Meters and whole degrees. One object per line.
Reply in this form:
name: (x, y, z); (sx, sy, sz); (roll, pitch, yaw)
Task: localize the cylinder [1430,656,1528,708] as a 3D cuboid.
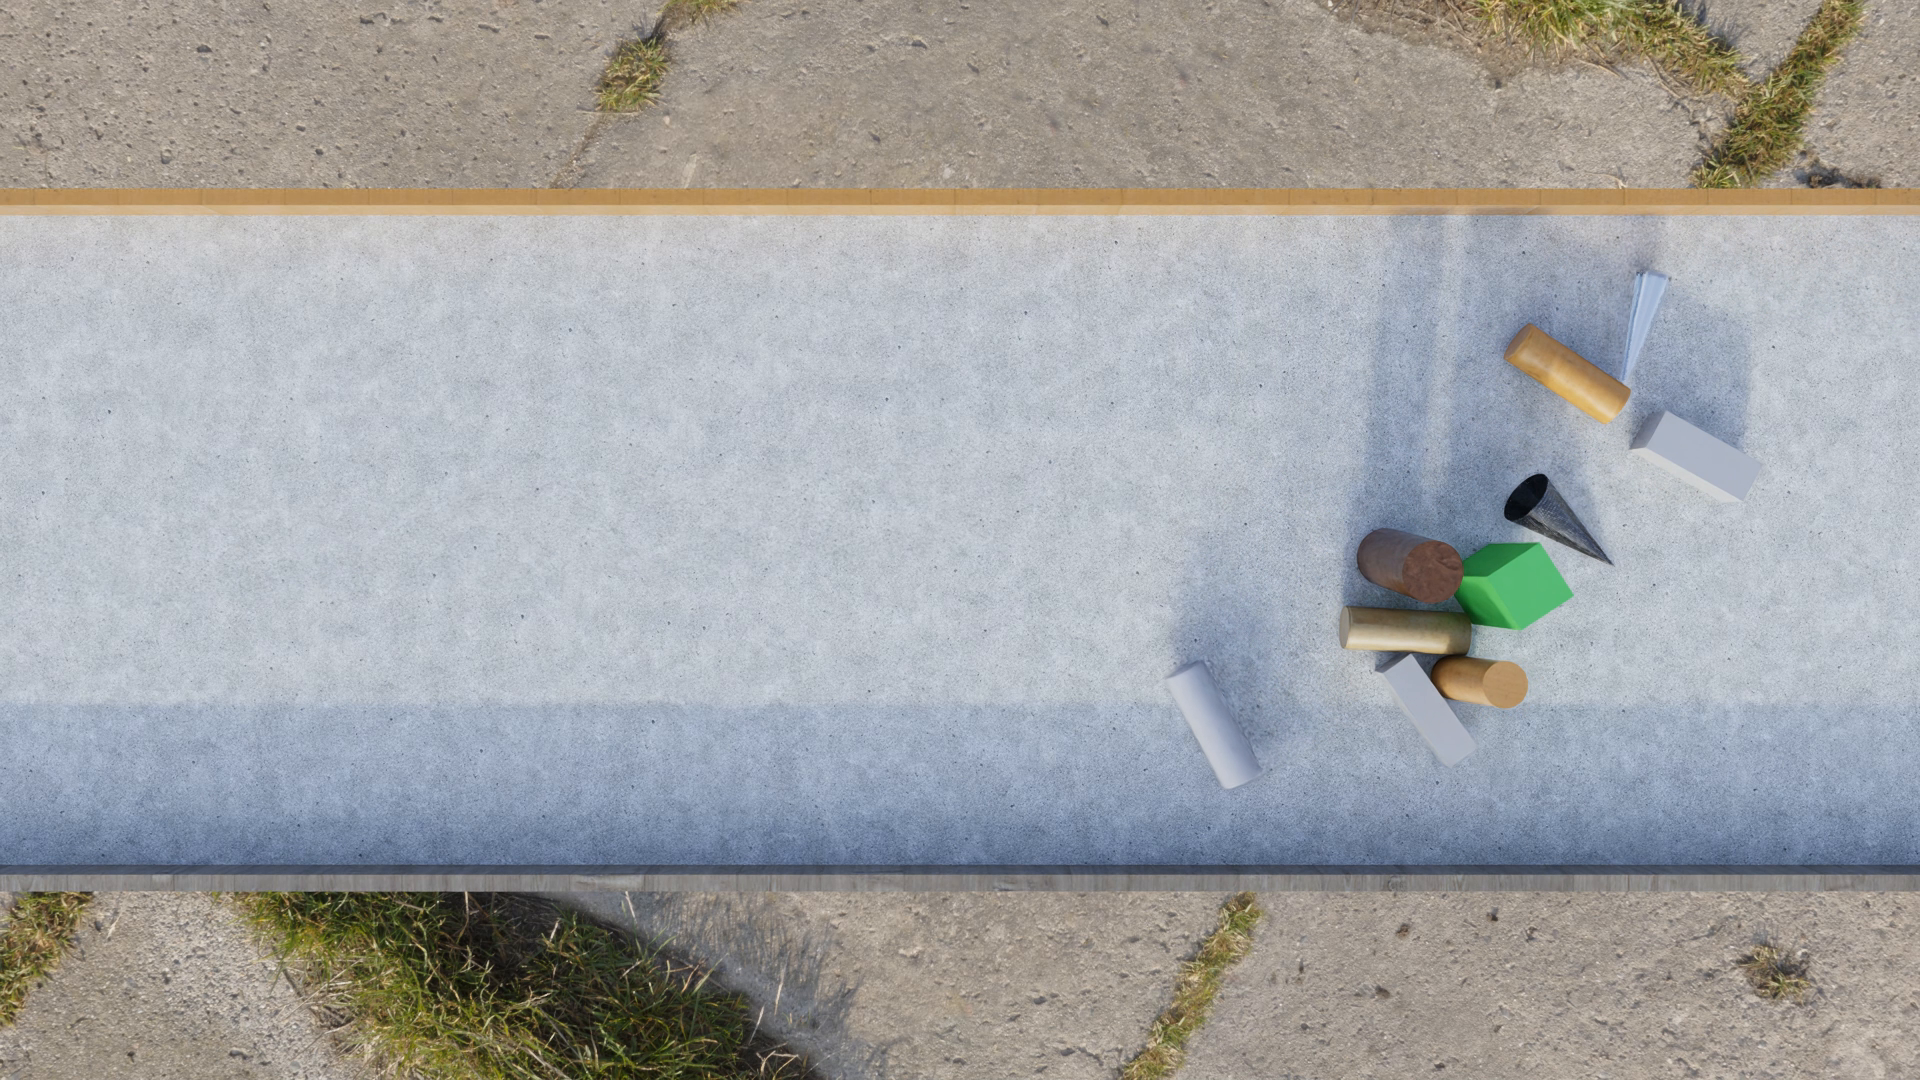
cylinder: (1.530, 0.416, 4.876); (0.135, 0.390, 0.135); (0, 88, -5)

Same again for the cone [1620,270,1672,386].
cone: (2.068, -0.607, 5.051); (0.102, 0.102, 0.421); (13, 97, 0)

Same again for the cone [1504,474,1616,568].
cone: (1.865, -0.022, 5.034); (0.384, 0.173, 0.173); (35, 90, -13)

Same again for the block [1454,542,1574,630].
block: (1.606, 0.133, 4.862); (0.179, 0.427, 0.179); (-33, 90, -1)

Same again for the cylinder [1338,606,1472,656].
cylinder: (1.351, 0.276, 5.011); (0.368, 0.131, 0.131); (3, 90, 0)

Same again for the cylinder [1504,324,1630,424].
cylinder: (1.843, -0.505, 5.011); (0.361, 0.131, 0.131); (33, 90, 0)

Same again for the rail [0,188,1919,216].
rail: (-2.247, -1.025, 5.002); (12.000, 0.150, 0.050); (0, 90, 0)

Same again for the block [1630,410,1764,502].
block: (2.234, -0.252, 5.013); (0.333, 0.128, 0.128); (29, 90, 0)

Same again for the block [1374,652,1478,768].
block: (1.418, 0.514, 5.024); (0.105, 0.105, 0.347); (-36, 90, 0)

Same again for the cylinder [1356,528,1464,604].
cylinder: (1.323, 0.072, 4.870); (0.180, 0.393, 0.180); (-1, 96, -5)

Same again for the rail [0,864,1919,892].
rail: (-2.247, 1.025, 5.001); (12.000, 0.150, 0.050); (0, 90, 0)

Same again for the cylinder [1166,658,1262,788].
cylinder: (0.771, 0.558, 5.012); (0.130, 0.130, 0.378); (-28, 90, 0)
